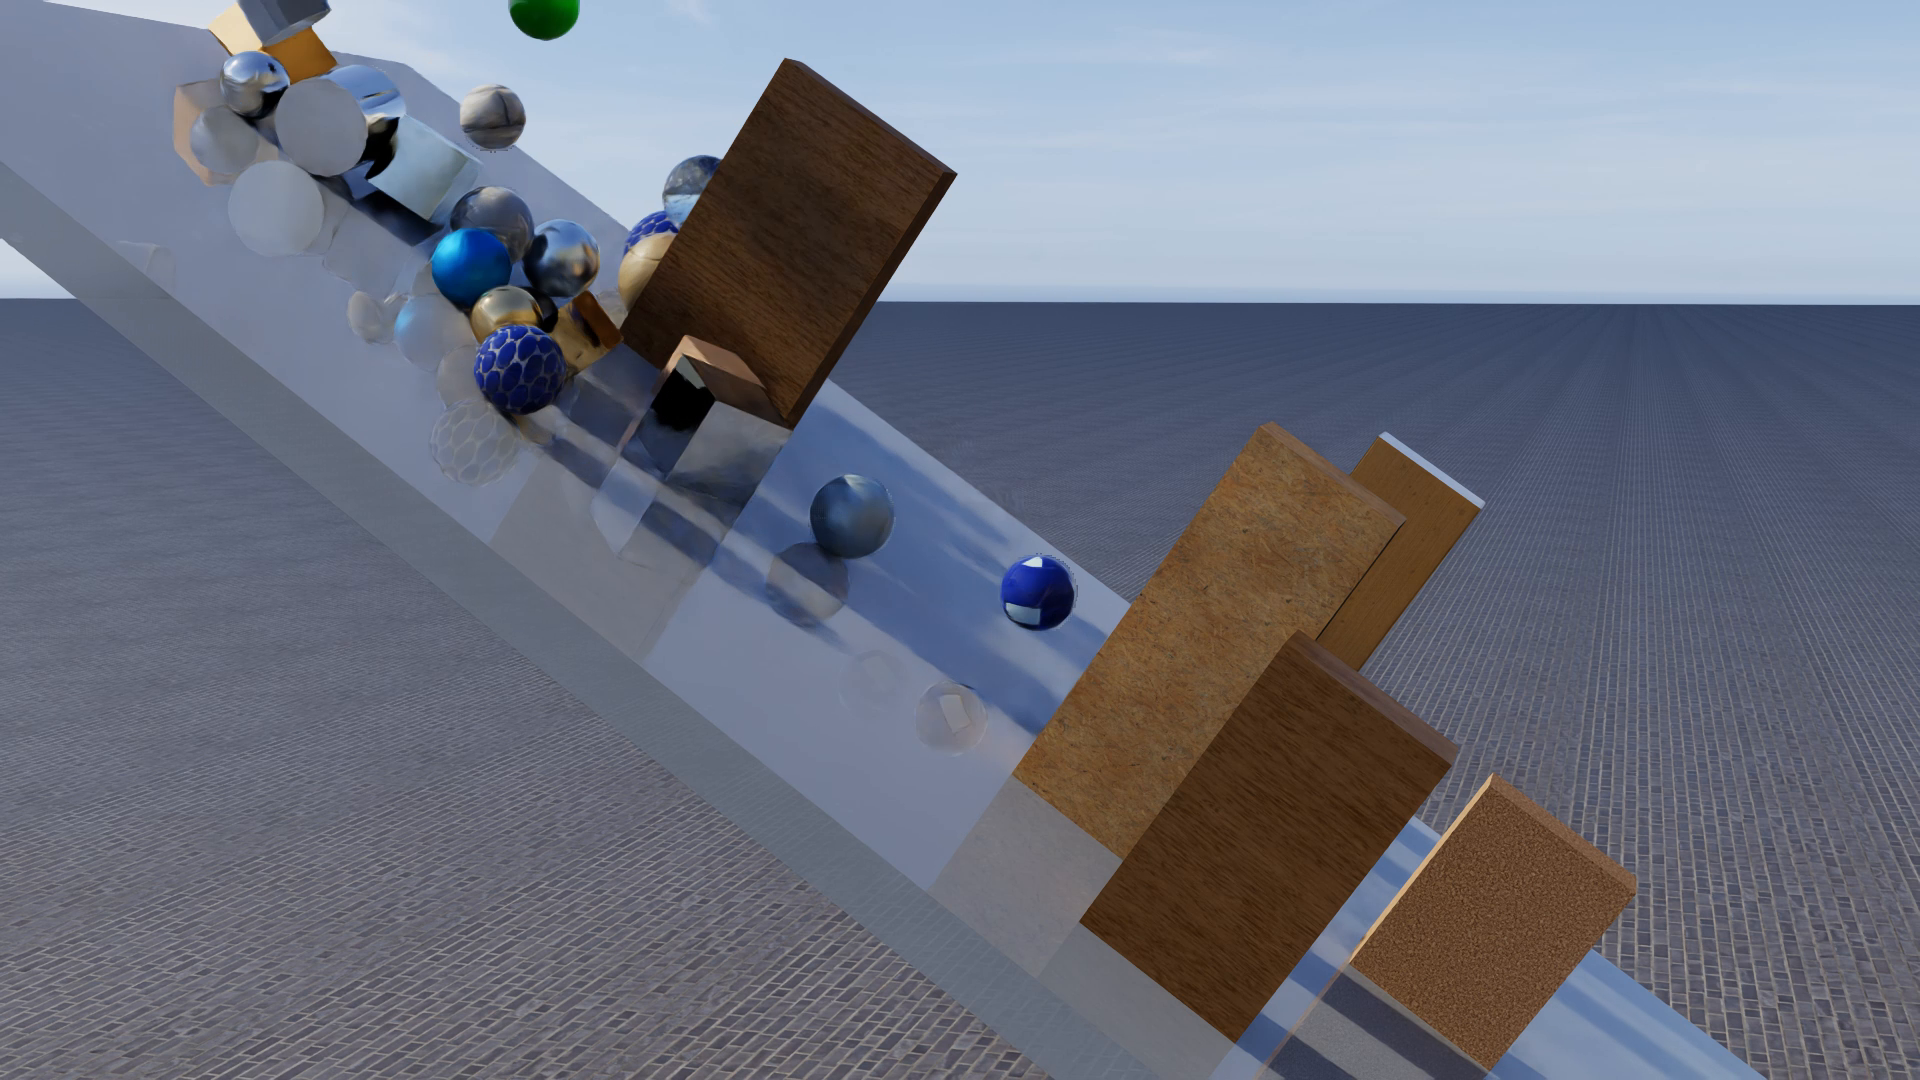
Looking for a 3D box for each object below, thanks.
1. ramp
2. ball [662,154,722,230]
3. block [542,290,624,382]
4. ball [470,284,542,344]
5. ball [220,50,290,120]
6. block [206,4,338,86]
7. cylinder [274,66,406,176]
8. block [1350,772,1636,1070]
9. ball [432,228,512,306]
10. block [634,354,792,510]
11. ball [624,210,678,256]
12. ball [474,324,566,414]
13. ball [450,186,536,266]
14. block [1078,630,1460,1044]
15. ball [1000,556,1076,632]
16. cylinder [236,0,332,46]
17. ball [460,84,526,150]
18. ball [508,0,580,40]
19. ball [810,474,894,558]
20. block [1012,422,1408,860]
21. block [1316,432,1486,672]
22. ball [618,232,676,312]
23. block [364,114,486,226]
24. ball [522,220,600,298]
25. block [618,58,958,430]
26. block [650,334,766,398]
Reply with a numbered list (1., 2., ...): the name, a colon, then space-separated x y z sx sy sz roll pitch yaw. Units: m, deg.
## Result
1. ramp: -0.100 0.175 4.086 4.000 0.100 2.000 37 16 10
2. ball: -0.530 -0.710 4.563 0.175 0.175 0.175 0 7 0
3. block: -0.704 -0.371 4.015 0.113 0.113 0.113 -33 11 15
4. ball: -0.806 -0.391 3.908 0.126 0.126 0.126 0 7 0
5. ball: -1.363 -0.880 4.251 0.132 0.132 0.132 0 7 0
6. block: -1.380 -0.994 4.416 0.150 0.150 0.150 43 -10 30
7. cylinder: -1.192 -0.811 4.243 0.186 0.186 0.186 1 19 10
8. block: 0.912 0.653 3.771 0.294 0.401 0.106 37 16 10
9. ball: -0.895 -0.499 4.028 0.144 0.144 0.144 0 7 0
10. block: -0.446 -0.196 3.977 0.174 0.174 0.174 22 20 -39
11. ball: -0.636 -0.622 4.822 0.202 0.202 0.202 0 7 0
12. ball: -0.738 -0.287 3.693 0.151 0.151 0.151 0 7 0
13. ball: -0.912 -0.609 4.290 0.163 0.163 0.163 0 7 0
14. block: 0.452 0.435 3.240 0.288 0.530 0.127 37 16 10
15. ball: 0.144 0.099 4.064 0.140 0.140 0.140 0 7 0
16. cylinder: -1.216 -0.973 3.912 0.138 0.138 0.138 -28 12 7
17. ball: -0.928 -0.840 4.366 0.130 0.130 0.130 0 7 0
18. ball: -0.858 -1.107 4.538 0.149 0.149 0.149 0 7 0
19. ball: -0.199 -0.043 4.057 0.155 0.155 0.155 0 7 0
20. block: 0.402 0.176 3.583 0.267 0.708 0.137 37 16 10
21. block: 0.792 0.122 4.618 0.254 0.671 0.137 37 16 10
22. ball: -0.616 -0.542 4.617 0.204 0.204 0.204 0 7 0
23. block: -1.052 -0.725 4.329 0.147 0.147 0.147 34 4 -2
24. ball: -0.797 -0.561 4.390 0.156 0.156 0.156 0 7 0
25. block: -0.350 -0.563 4.366 0.394 0.658 0.093 37 16 10
26. block: -0.487 -0.290 4.252 0.134 0.134 0.134 19 21 -43
